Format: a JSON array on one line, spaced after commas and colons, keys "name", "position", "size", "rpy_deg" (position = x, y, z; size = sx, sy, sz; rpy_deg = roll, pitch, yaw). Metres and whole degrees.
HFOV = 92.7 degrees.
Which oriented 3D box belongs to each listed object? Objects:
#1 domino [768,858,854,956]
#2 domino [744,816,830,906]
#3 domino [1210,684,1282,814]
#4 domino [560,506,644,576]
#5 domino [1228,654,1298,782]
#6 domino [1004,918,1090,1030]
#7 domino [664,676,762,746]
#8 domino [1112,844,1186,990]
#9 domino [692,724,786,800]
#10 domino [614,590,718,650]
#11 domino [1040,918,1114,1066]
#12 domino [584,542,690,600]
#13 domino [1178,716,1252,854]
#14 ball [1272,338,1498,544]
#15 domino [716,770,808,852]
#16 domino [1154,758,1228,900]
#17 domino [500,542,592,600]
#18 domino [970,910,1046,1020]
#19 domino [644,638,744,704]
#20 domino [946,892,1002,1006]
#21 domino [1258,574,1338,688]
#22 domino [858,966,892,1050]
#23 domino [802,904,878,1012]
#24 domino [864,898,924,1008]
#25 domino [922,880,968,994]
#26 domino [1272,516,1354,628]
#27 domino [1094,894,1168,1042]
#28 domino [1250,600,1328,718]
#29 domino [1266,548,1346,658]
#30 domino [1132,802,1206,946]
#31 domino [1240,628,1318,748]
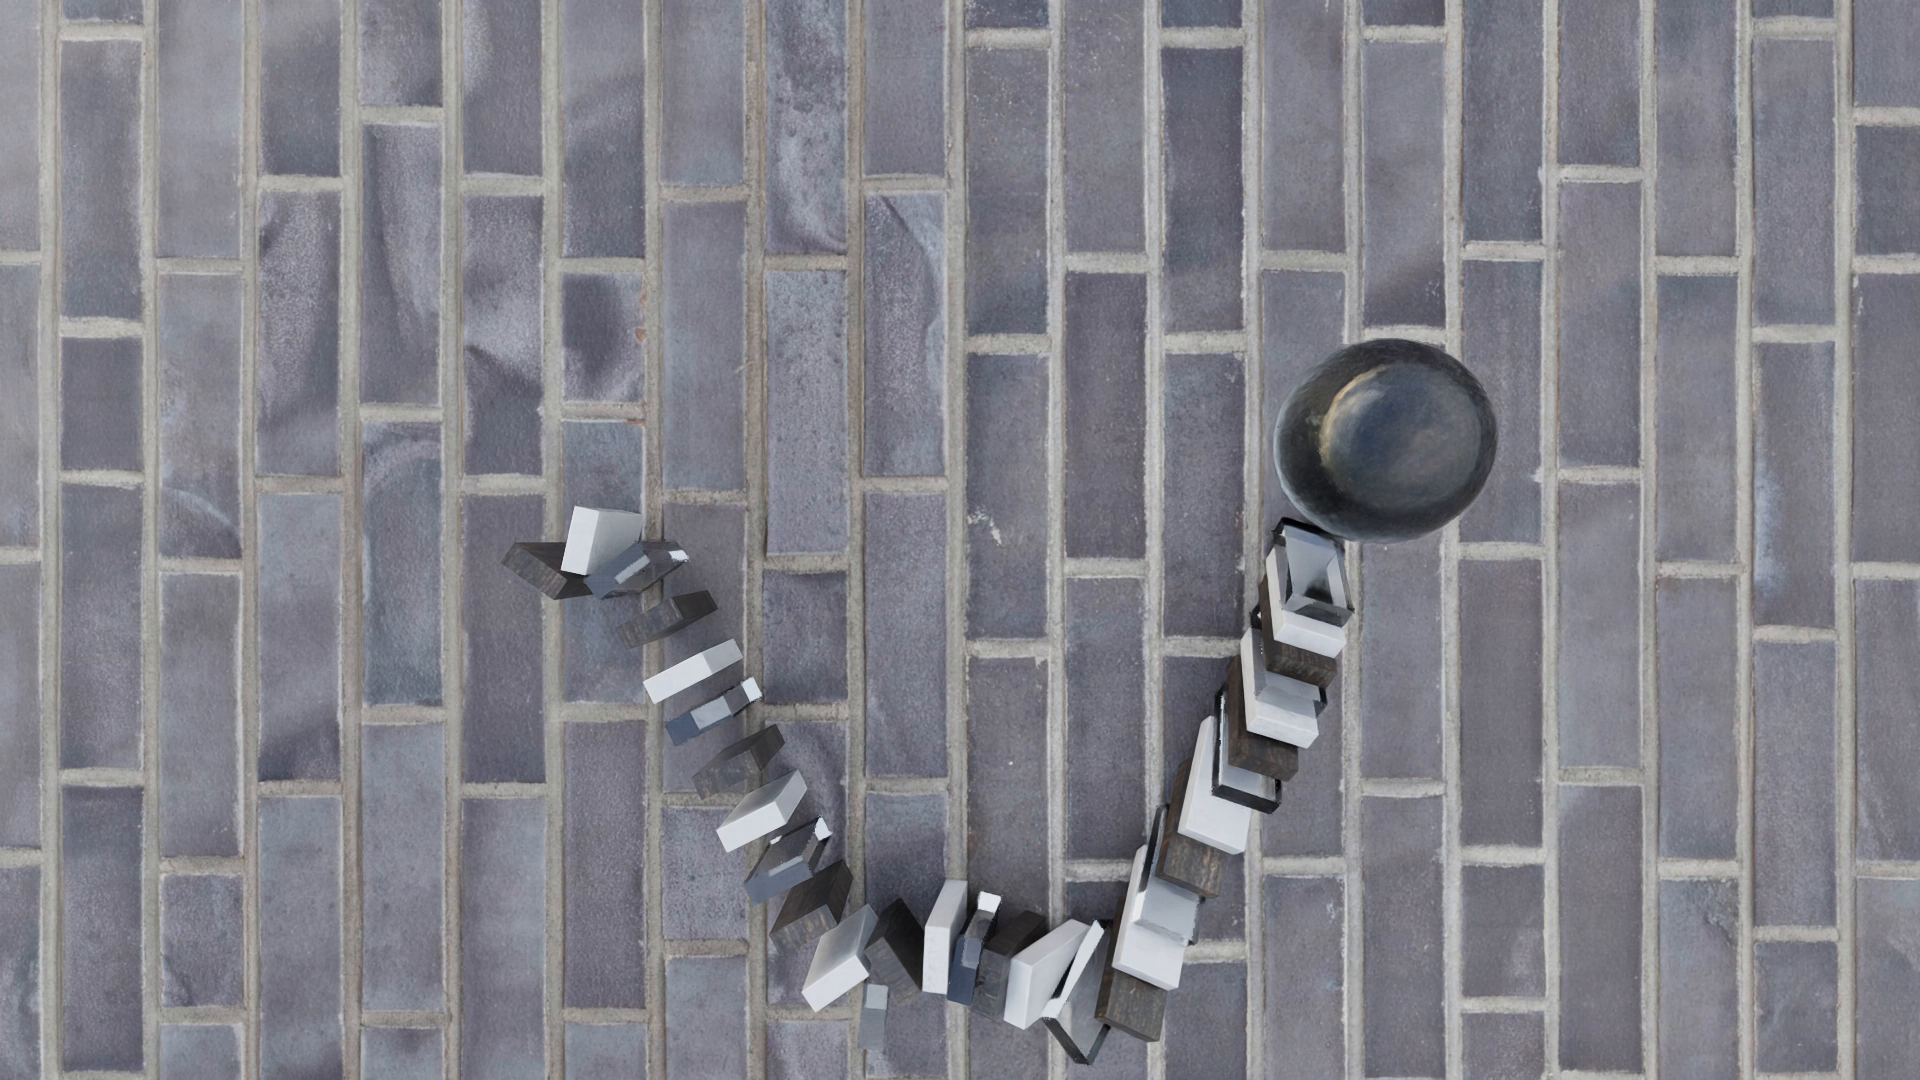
[{"name": "domino", "position": [-0.060, 0.149, 0.375], "size": [0.025, 0.050, 0.010], "rpy_deg": [-28, 90, 0]}, {"name": "domino", "position": [-0.070, 0.130, 0.375], "size": [0.025, 0.050, 0.010], "rpy_deg": [-27, 90, 0]}, {"name": "domino", "position": [0.119, 0.085, 0.379], "size": [0.025, 0.010, 0.050], "rpy_deg": [18, 46, 0]}, {"name": "domino", "position": [-0.145, 0.000, 0.375], "size": [0.010, 0.050, 0.025], "rpy_deg": [12, 90, 0]}, {"name": "domino", "position": [0.125, 0.073, 0.379], "size": [0.025, 0.050, 0.009], "rpy_deg": [17, 135, 0]}, {"name": "domino", "position": [0.037, 0.177, 0.376], "size": [0.010, 0.050, 0.025], "rpy_deg": [8, 93, 35]}, {"name": "domino", "position": [-0.100, 0.069, 0.375], "size": [0.025, 0.050, 0.010], "rpy_deg": [-26, 90, 0]}, {"name": "domino", "position": [0.082, 0.156, 0.382], "size": [0.025, 0.010, 0.050], "rpy_deg": [23, 54, 0]}, {"name": "domino", "position": [-0.090, 0.090, 0.375], "size": [0.025, 0.050, 0.010], "rpy_deg": [-26, 90, 0]}, {"name": "domino", "position": [-0.119, 0.032, 0.375], "size": [0.025, 0.050, 0.010], "rpy_deg": [-29, 90, 0]}, {"name": "domino", "position": [0.055, 0.185, 0.378], "size": [0.025, 0.009, 0.050], "rpy_deg": [55, 47, -7]}, {"name": "domino", "position": [-0.131, 0.012, 0.375], "size": [0.025, 0.050, 0.009], "rpy_deg": [-36, 90, 0]}, {"name": "domino", "position": [0.110, 0.102, 0.384], "size": [0.025, 0.009, 0.050], "rpy_deg": [22, 61, 0]}, {"name": "ball", "position": [0.165, -0.038, 0.360], "size": [0.080, 0.080, 0.080], "rpy_deg": [0, 90, 0]}, {"name": "domino", "position": [-0.080, 0.110, 0.375], "size": [0.025, 0.050, 0.010], "rpy_deg": [-26, 90, 0]}, {"name": "domino", "position": [0.100, 0.120, 0.383], "size": [0.025, 0.010, 0.050], "rpy_deg": [23, 60, 0]}, {"name": "domino", "position": [-0.163, 0.012, 0.375], "size": [0.025, 0.050, 0.010], "rpy_deg": [35, 90, 0]}, {"name": "domino", "position": [0.021, 0.173, 0.375], "size": [0.010, 0.050, 0.025], "rpy_deg": [11, 90, 24]}, {"name": "domino", "position": [-0.108, 0.053, 0.375], "size": [0.025, 0.050, 0.010], "rpy_deg": [-27, 90, 0]}, {"name": "domino", "position": [0.006, 0.166, 0.375], "size": [0.010, 0.050, 0.025], "rpy_deg": [11, 90, 12]}, {"name": "domino", "position": [0.138, 0.036, 0.378], "size": [0.025, 0.050, 0.009], "rpy_deg": [17, 130, 0]}, {"name": "domino", "position": [-0.033, 0.182, 0.375], "size": [0.009, 0.050, 0.025], "rpy_deg": [6, 90, 0]}, {"name": "domino", "position": [-0.048, 0.170, 0.375], "size": [0.025, 0.050, 0.009], "rpy_deg": [-35, 90, 0]}, {"name": "domino", "position": [-0.024, 0.167, 0.374], "size": [0.009, 0.050, 0.025], "rpy_deg": [-36, 84, 0]}, {"name": "domino", "position": [-0.006, 0.161, 0.375], "size": [0.010, 0.050, 0.025], "rpy_deg": [3, 90, 9]}, {"name": "domino", "position": [0.145, 0.012, 0.378], "size": [0.025, 0.050, 0.010], "rpy_deg": [17, 130, 0]}, {"name": "domino", "position": [0.074, 0.177, 0.380], "size": [0.025, 0.009, 0.050], "rpy_deg": [28, 54, -8]}, {"name": "domino", "position": [0.135, 0.048, 0.378], "size": [0.025, 0.050, 0.010], "rpy_deg": [18, 130, 0]}, {"name": "domino", "position": [0.142, 0.024, 0.378], "size": [0.025, 0.050, 0.010], "rpy_deg": [17, 130, 0]}, {"name": "domino", "position": [0.090, 0.139, 0.382], "size": [0.025, 0.009, 0.050], "rpy_deg": [23, 57, 0]}, {"name": "domino", "position": [0.131, 0.060, 0.378], "size": [0.025, 0.050, 0.010], "rpy_deg": [17, 130, -1]}]
